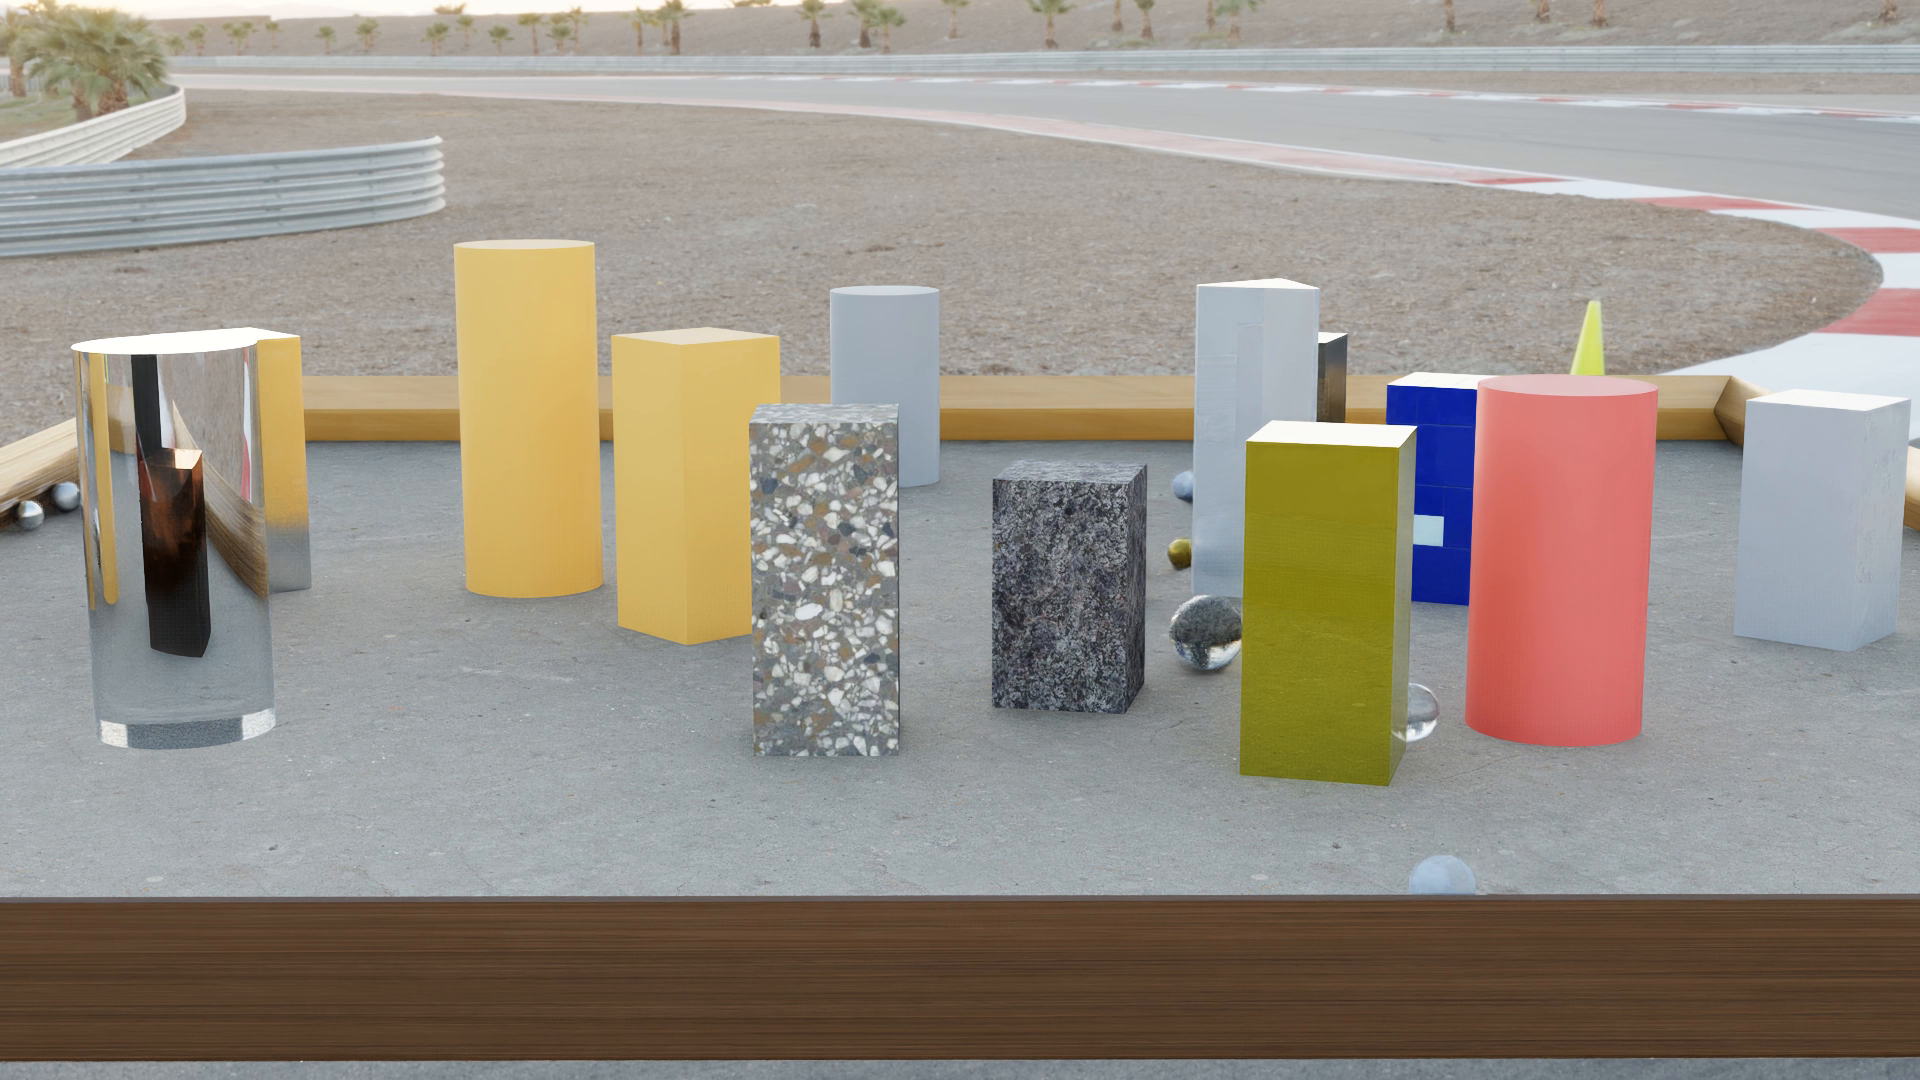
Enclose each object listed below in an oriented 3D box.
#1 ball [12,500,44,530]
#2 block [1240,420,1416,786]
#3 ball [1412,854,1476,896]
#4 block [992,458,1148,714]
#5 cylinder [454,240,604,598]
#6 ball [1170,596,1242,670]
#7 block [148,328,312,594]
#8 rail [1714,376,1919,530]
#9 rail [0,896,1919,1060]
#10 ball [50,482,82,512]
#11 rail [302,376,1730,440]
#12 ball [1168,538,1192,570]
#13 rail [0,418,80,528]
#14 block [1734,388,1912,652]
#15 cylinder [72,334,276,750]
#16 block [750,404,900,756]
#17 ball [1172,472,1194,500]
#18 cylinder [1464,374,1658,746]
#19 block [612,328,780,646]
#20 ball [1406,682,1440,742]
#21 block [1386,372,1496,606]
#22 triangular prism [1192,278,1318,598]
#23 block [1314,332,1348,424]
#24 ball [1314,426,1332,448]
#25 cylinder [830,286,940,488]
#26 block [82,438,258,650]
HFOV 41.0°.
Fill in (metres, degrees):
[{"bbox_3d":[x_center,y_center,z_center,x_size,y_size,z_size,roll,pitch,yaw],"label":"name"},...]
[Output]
[{"bbox_3d":[-1.472,-0.039,4.050,0.046,0.046,0.046,0,11,0],"label":"ball"},{"bbox_3d":[0.385,0.062,2.679,0.154,0.350,0.154,3,11,16],"label":"block"},{"bbox_3d":[0.417,0.299,2.213,0.055,0.055,0.055,0,11,0],"label":"ball"},{"bbox_3d":[0.128,0.051,2.972,0.154,0.264,0.154,2,11,12],"label":"block"},{"bbox_3d":[-0.602,-0.173,3.591,0.192,0.479,0.192,0,11,0],"label":"cylinder"},{"bbox_3d":[0.300,0.113,3.115,0.090,0.090,0.090,0,11,0],"label":"ball"},{"bbox_3d":[-1.019,-0.108,3.579,0.154,0.355,0.154,-9,14,-40],"label":"block"},{"bbox_3d":[1.493,0.031,3.458,0.045,0.125,3.180,0,11,0],"label":"rail"},{"bbox_3d":[0.009,0.318,1.909,3.033,0.125,0.045,0,11,0],"label":"rail"},{"bbox_3d":[-1.467,-0.070,4.208,0.050,0.050,0.050,0,11,0],"label":"ball"},{"bbox_3d":[-0.009,-0.254,4.989,3.033,0.125,0.045,0,11,0],"label":"rail"},{"bbox_3d":[0.325,0.020,3.739,0.045,0.045,0.045,0,11,0],"label":"ball"},{"bbox_3d":[-1.493,0.034,3.441,0.045,0.125,3.180,0,11,0],"label":"rail"},{"bbox_3d":[1.106,-0.029,3.291,0.154,0.305,0.154,9,14,39],"label":"block"},{"bbox_3d":[-0.859,-0.002,2.812,0.192,0.427,0.192,0,11,0],"label":"cylinder"},{"bbox_3d":[-0.143,0.040,2.775,0.154,0.358,0.154,0,11,-1],"label":"block"},{"bbox_3d":[0.381,-0.090,4.321,0.048,0.048,0.048,0,11,0],"label":"ball"},{"bbox_3d":[0.661,0.018,2.829,0.192,0.381,0.192,0,11,0],"label":"cylinder"},{"bbox_3d":[-0.339,-0.074,3.323,0.154,0.382,0.154,-9,14,-41],"label":"block"},{"bbox_3d":[0.488,0.187,2.787,0.065,0.065,0.065,0,11,0],"label":"ball"},{"bbox_3d":[0.681,-0.073,3.548,0.154,0.296,0.154,5,11,23],"label":"block"},{"bbox_3d":[0.425,-0.143,3.569,0.166,0.428,0.144,4,11,19],"label":"triangular prism"},{"bbox_3d":[0.543,-0.195,4.238,0.154,0.284,0.154,4,11,21],"label":"block"},{"bbox_3d":[0.692,-0.196,4.911,0.041,0.041,0.041,0,11,0],"label":"ball"},{"bbox_3d":[-0.132,-0.273,4.521,0.192,0.334,0.192,0,11,0],"label":"cylinder"},{"bbox_3d":[-1.019,0.001,3.313,0.154,0.237,0.154,-9,14,-41],"label":"block"}]
